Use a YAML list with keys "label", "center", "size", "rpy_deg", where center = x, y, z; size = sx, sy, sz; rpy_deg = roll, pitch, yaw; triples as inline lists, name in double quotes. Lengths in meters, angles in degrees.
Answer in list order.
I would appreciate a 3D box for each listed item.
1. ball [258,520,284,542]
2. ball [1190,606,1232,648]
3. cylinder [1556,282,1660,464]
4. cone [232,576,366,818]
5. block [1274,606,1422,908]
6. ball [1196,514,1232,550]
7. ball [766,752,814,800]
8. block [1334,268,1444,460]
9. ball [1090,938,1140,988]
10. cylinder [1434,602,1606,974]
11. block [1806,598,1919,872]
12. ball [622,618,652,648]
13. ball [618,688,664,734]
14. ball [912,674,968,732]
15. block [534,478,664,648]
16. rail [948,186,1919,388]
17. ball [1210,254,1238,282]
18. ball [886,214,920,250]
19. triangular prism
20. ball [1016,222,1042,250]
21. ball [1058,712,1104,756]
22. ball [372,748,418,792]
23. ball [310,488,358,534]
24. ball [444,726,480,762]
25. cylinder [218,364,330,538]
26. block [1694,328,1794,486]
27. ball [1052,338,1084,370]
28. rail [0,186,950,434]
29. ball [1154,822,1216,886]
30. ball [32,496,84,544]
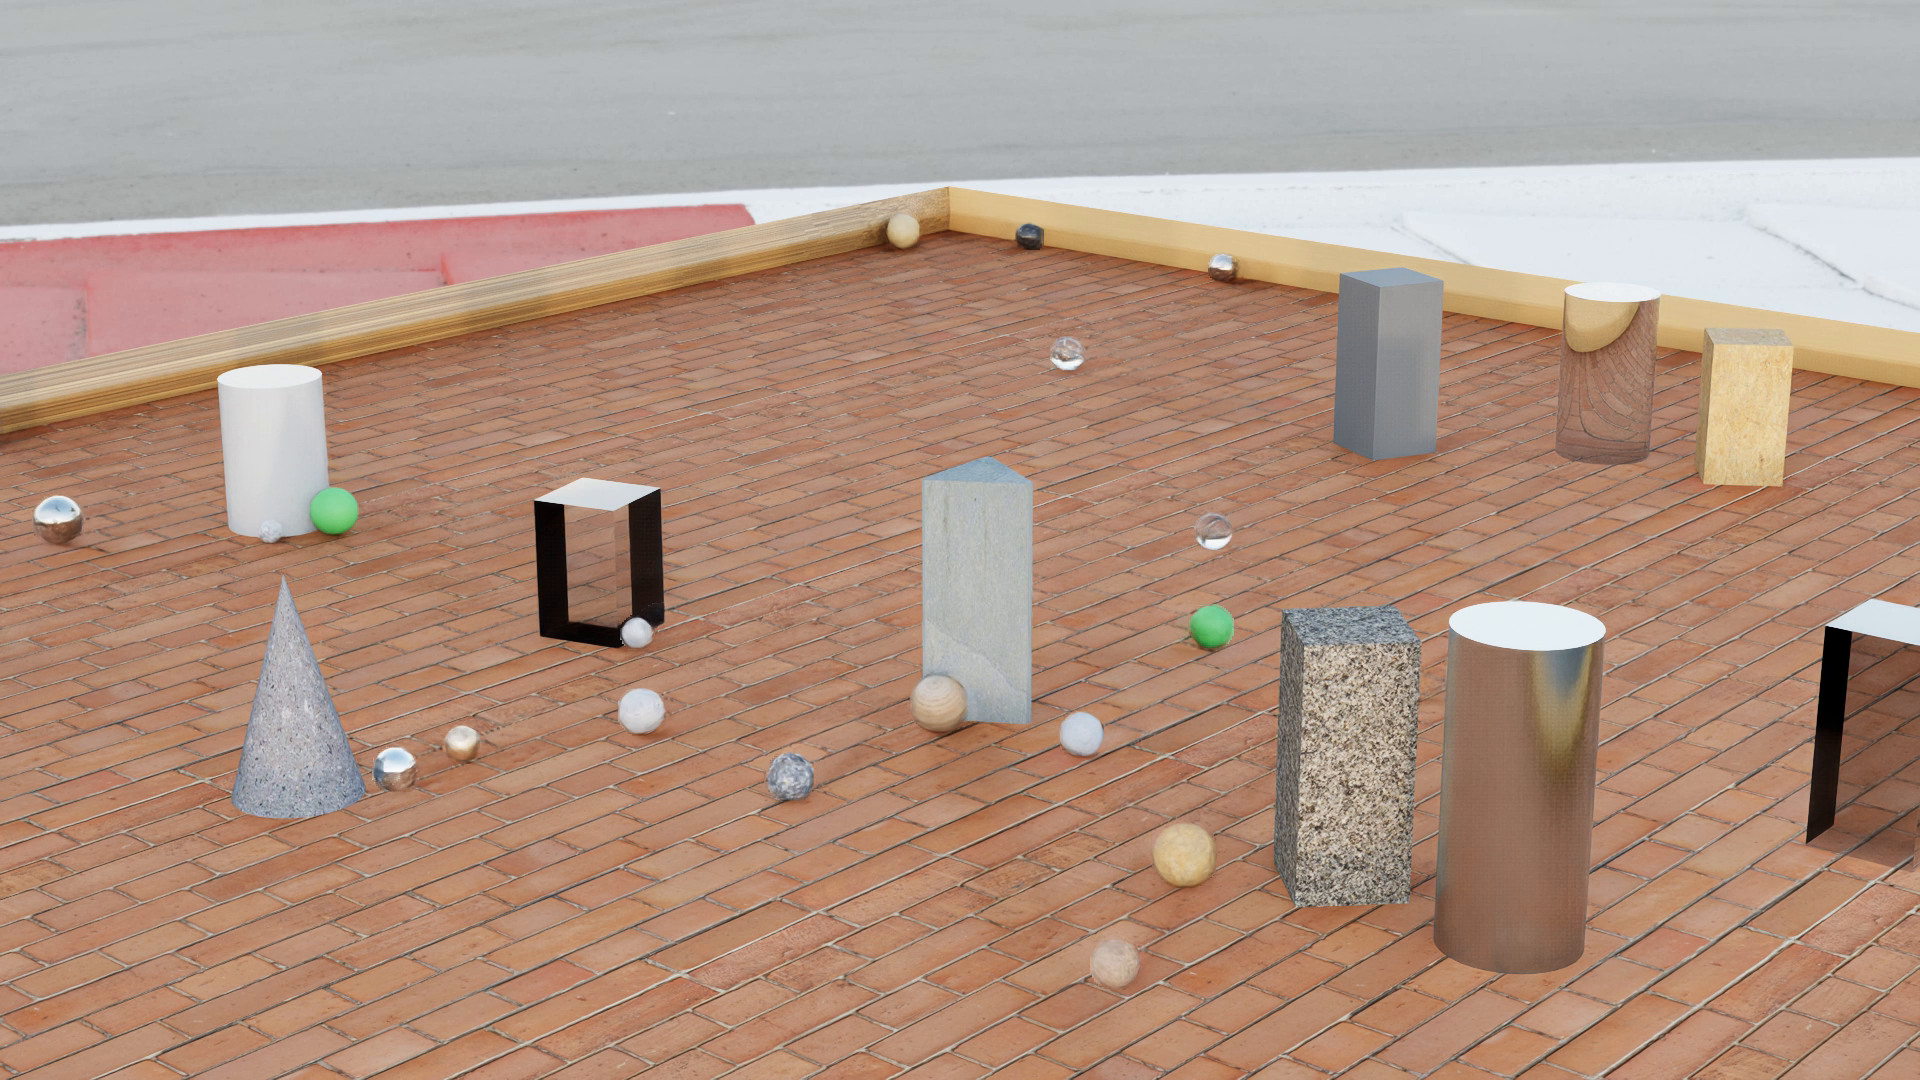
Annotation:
- label: "ball"
  center: [-1.273, -0.016, 5.419]
  size: [0.044, 0.044, 0.044]
  rpy_deg: [0, 17, 0]
- label: "ball"
  center: [0.414, 0.143, 4.844]
  size: [0.070, 0.070, 0.070]
  rpy_deg: [0, 17, 0]
- label: "cylinder"
  center: [1.321, -0.341, 5.985]
  size: [0.190, 0.337, 0.190]
  rpy_deg: [0, 17, 0]
- label: "cone"
  center: [-0.954, 0.207, 4.182]
  size: [0.190, 0.332, 0.190]
  rpy_deg: [0, 17, 0]
- label: "block"
  center: [0.509, 0.285, 3.871]
  size: [0.152, 0.362, 0.152]
  rpy_deg: [-1, 17, -5]
- label: "ball"
  center: [0.465, -0.015, 5.374]
  size: [0.067, 0.067, 0.067]
  rpy_deg: [0, 17, 0]
- label: "ball"
  center: [-0.243, 0.339, 4.200]
  size: [0.068, 0.068, 0.068]
  rpy_deg: [0, 17, 0]
- label: "block"
  center: [0.878, -0.363, 6.020]
  size: [0.152, 0.360, 0.152]
  rpy_deg: [-8, 18, -24]
- label: "ball"
  center: [0.191, 0.521, 3.610]
  size: [0.060, 0.060, 0.060]
  rpy_deg: [0, 17, 0]
- label: "cylinder"
  center: [0.700, 0.309, 3.679]
  size: [0.190, 0.426, 0.190]
  rpy_deg: [0, 17, 0]
- label: "block"
  center: [1.274, 0.265, 4.011]
  size: [0.152, 0.319, 0.152]
  rpy_deg: [14, 21, 38]
- label: "ball"
  center: [-0.533, 0.154, 4.842]
  size: [0.051, 0.051, 0.051]
  rpy_deg: [0, 17, 0]
- label: "ball"
  center: [-0.484, 0.260, 4.458]
  size: [0.070, 0.070, 0.070]
  rpy_deg: [0, 17, 0]
- label: "ball"
  center: [-0.031, 0.249, 4.466]
  size: [0.088, 0.088, 0.088]
  rpy_deg: [0, 17, 0]
- label: "block"
  center: [-0.602, 0.037, 4.907]
  size: [0.152, 0.237, 0.152]
  rpy_deg: [8, 18, 24]
- label: "rail"
  center: [1.645, -0.517, 6.934]
  size: [4.483, 0.123, 0.045]
  rpy_deg: [14, 22, 39]
- label: "ball"
  center: [0.690, -0.712, 7.669]
  size: [0.074, 0.074, 0.074]
  rpy_deg: [0, 17, 0]
- label: "ball"
  center: [-0.156, -0.851, 8.092]
  size: [0.095, 0.095, 0.095]
  rpy_deg: [0, 17, 0]
- label: "triangular prism"
  center: [0.035, 0.075, 4.530]
  size: [0.165, 0.383, 0.143]
  rpy_deg: [2, 17, 7]
- label: "ball"
  center: [0.190, -0.838, 8.084]
  size: [0.075, 0.075, 0.075]
  rpy_deg: [0, 17, 0]
- label: "ball"
  center: [0.180, 0.289, 4.368]
  size: [0.066, 0.066, 0.066]
  rpy_deg: [0, 17, 0]
- label: "ball"
  center: [-0.816, 0.331, 4.236]
  size: [0.063, 0.063, 0.063]
  rpy_deg: [0, 17, 0]
- label: "ball"
  center: [-1.167, -0.054, 5.465]
  size: [0.088, 0.088, 0.088]
  rpy_deg: [0, 17, 0]
- label: "ball"
  center: [-0.738, 0.302, 4.346]
  size: [0.054, 0.054, 0.054]
  rpy_deg: [0, 17, 0]
- label: "cylinder"
  center: [-1.286, -0.169, 5.505]
  size: [0.190, 0.285, 0.190]
  rpy_deg: [0, 17, 0]
- label: "block"
  center: [1.557, -0.266, 5.830]
  size: [0.152, 0.283, 0.152]
  rpy_deg: [2, 17, 7]
- label: "ball"
  center: [0.247, -0.426, 6.719]
  size: [0.075, 0.075, 0.075]
  rpy_deg: [0, 17, 0]
- label: "rail"
  center: [-1.675, -0.390, 6.513]
  size: [0.045, 0.123, 5.066]
  rpy_deg: [14, 22, 39]
- label: "ball"
  center: [0.300, 0.419, 3.907]
  size: [0.084, 0.084, 0.084]
  rpy_deg: [0, 17, 0]
- label: "ball"
  center: [-1.663, -0.037, 5.406]
  size: [0.089, 0.089, 0.089]
  rpy_deg: [0, 17, 0]
